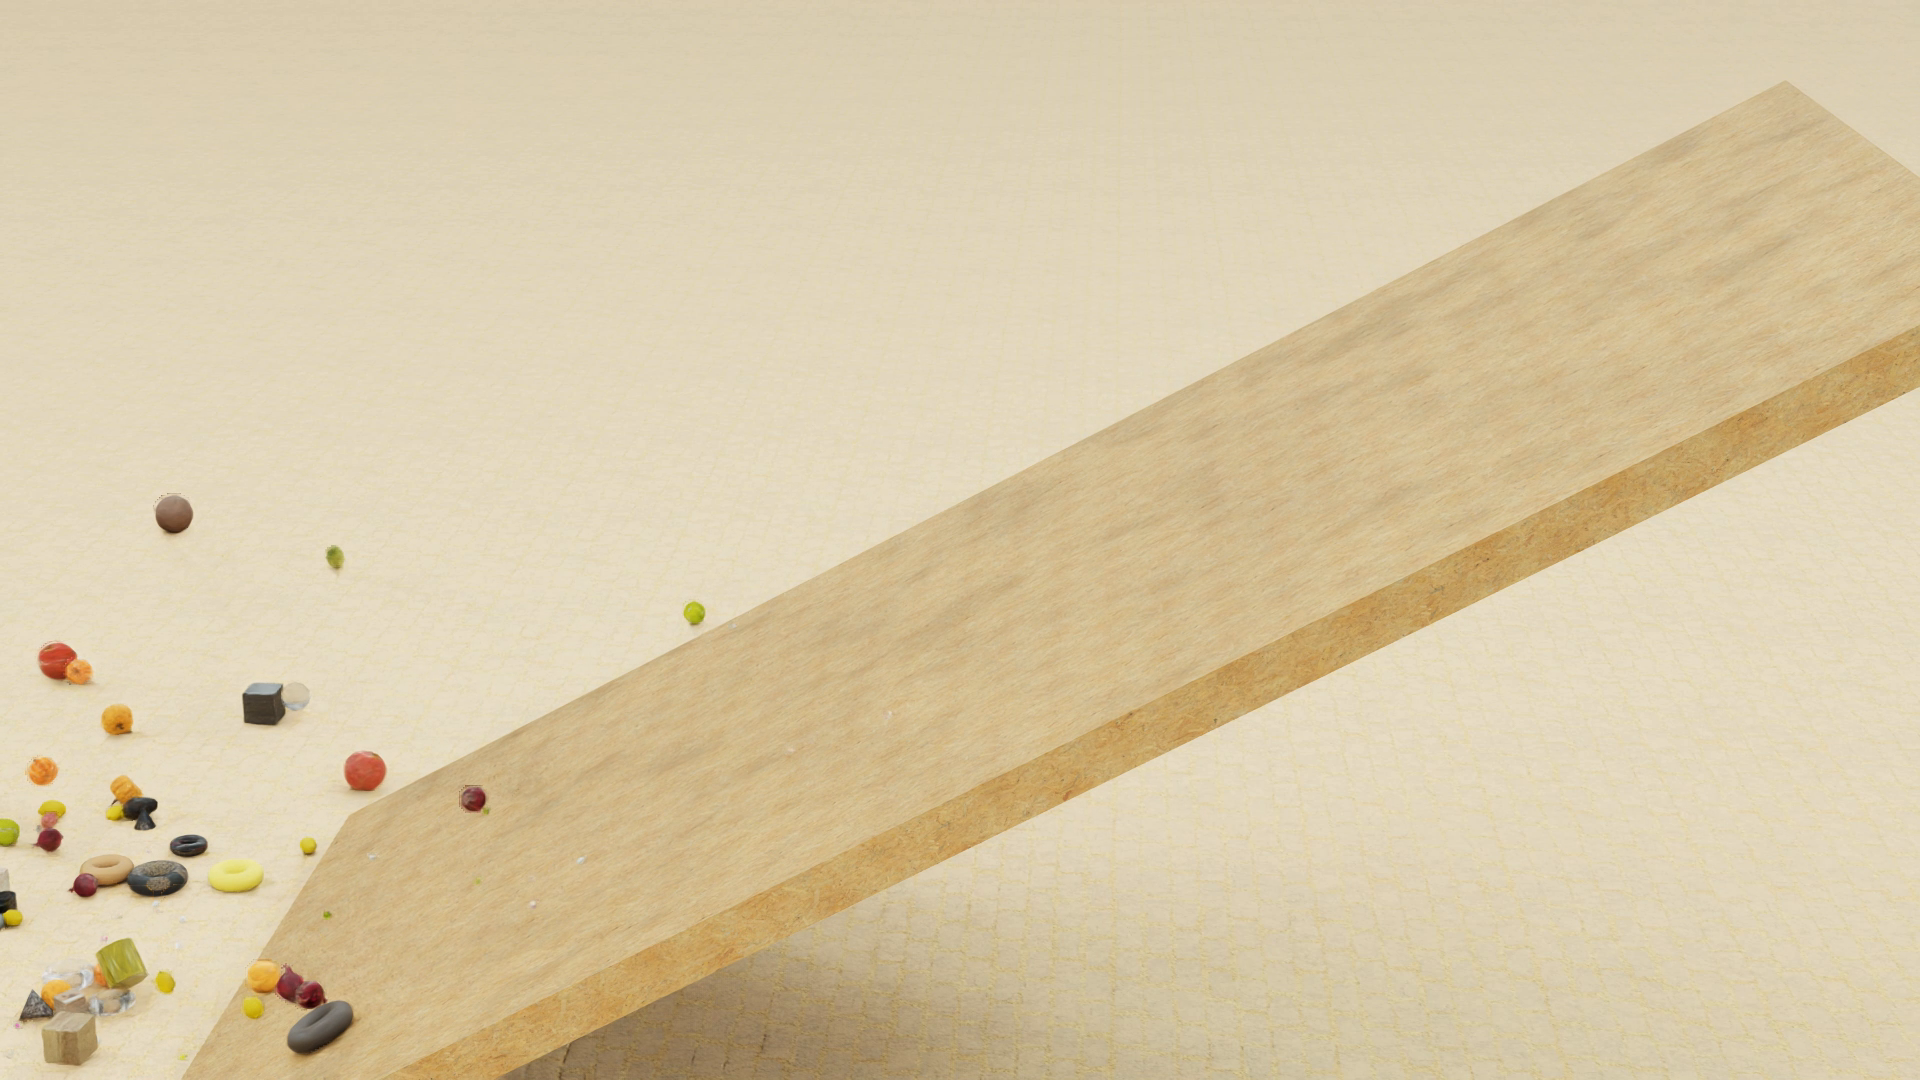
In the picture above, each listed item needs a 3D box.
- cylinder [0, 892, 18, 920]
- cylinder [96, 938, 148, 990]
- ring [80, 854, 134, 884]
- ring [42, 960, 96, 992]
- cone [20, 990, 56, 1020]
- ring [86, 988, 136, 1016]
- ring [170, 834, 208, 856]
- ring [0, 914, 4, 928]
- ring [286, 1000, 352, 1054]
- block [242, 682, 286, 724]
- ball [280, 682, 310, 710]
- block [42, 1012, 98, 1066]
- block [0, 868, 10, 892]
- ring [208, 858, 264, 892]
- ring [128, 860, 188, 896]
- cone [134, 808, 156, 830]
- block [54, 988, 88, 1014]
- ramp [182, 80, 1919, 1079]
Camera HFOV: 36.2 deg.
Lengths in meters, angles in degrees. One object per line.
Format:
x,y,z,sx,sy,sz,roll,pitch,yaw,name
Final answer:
-2.343,0.897,7.222,0.053,0.053,0.053,0,18,0,cylinder
-1.941,0.984,6.811,0.091,0.091,0.091,-27,-16,-9,cylinder
-2.157,0.834,7.435,0.134,0.045,0.134,0,16,0,ring
-2.081,1.017,6.869,0.123,0.041,0.123,1,19,0,ring
-2.095,1.072,6.710,0.075,0.075,0.075,24,13,-14,cone
-1.943,1.058,6.734,0.111,0.037,0.111,-5,11,1,ring
-1.991,0.789,7.595,0.098,0.033,0.098,1,17,0,ring
-2.378,0.931,7.145,0.109,0.036,0.109,-1,17,0,ring
-1.302,0.991,5.984,0.148,0.049,0.148,-28,13,7,ring
-2.009,0.472,8.485,0.093,0.093,0.093,1,18,4,block
-1.919,0.452,8.498,0.083,0.083,0.083,0,18,0,ball
-1.973,1.106,6.520,0.084,0.084,0.084,3,18,10,block
-2.409,0.867,7.253,0.093,0.093,0.093,4,18,12,block
-1.822,0.843,7.404,0.138,0.046,0.138,1,18,0,ring
-2.012,0.849,7.380,0.149,0.050,0.149,1,18,0,ring
-2.148,0.729,7.743,0.056,0.056,0.056,0,18,0,cone
-2.030,1.063,6.710,0.051,0.051,0.051,14,23,38,block
0.141,0.167,6.282,4.000,0.100,2.000,-27,14,11,ramp
